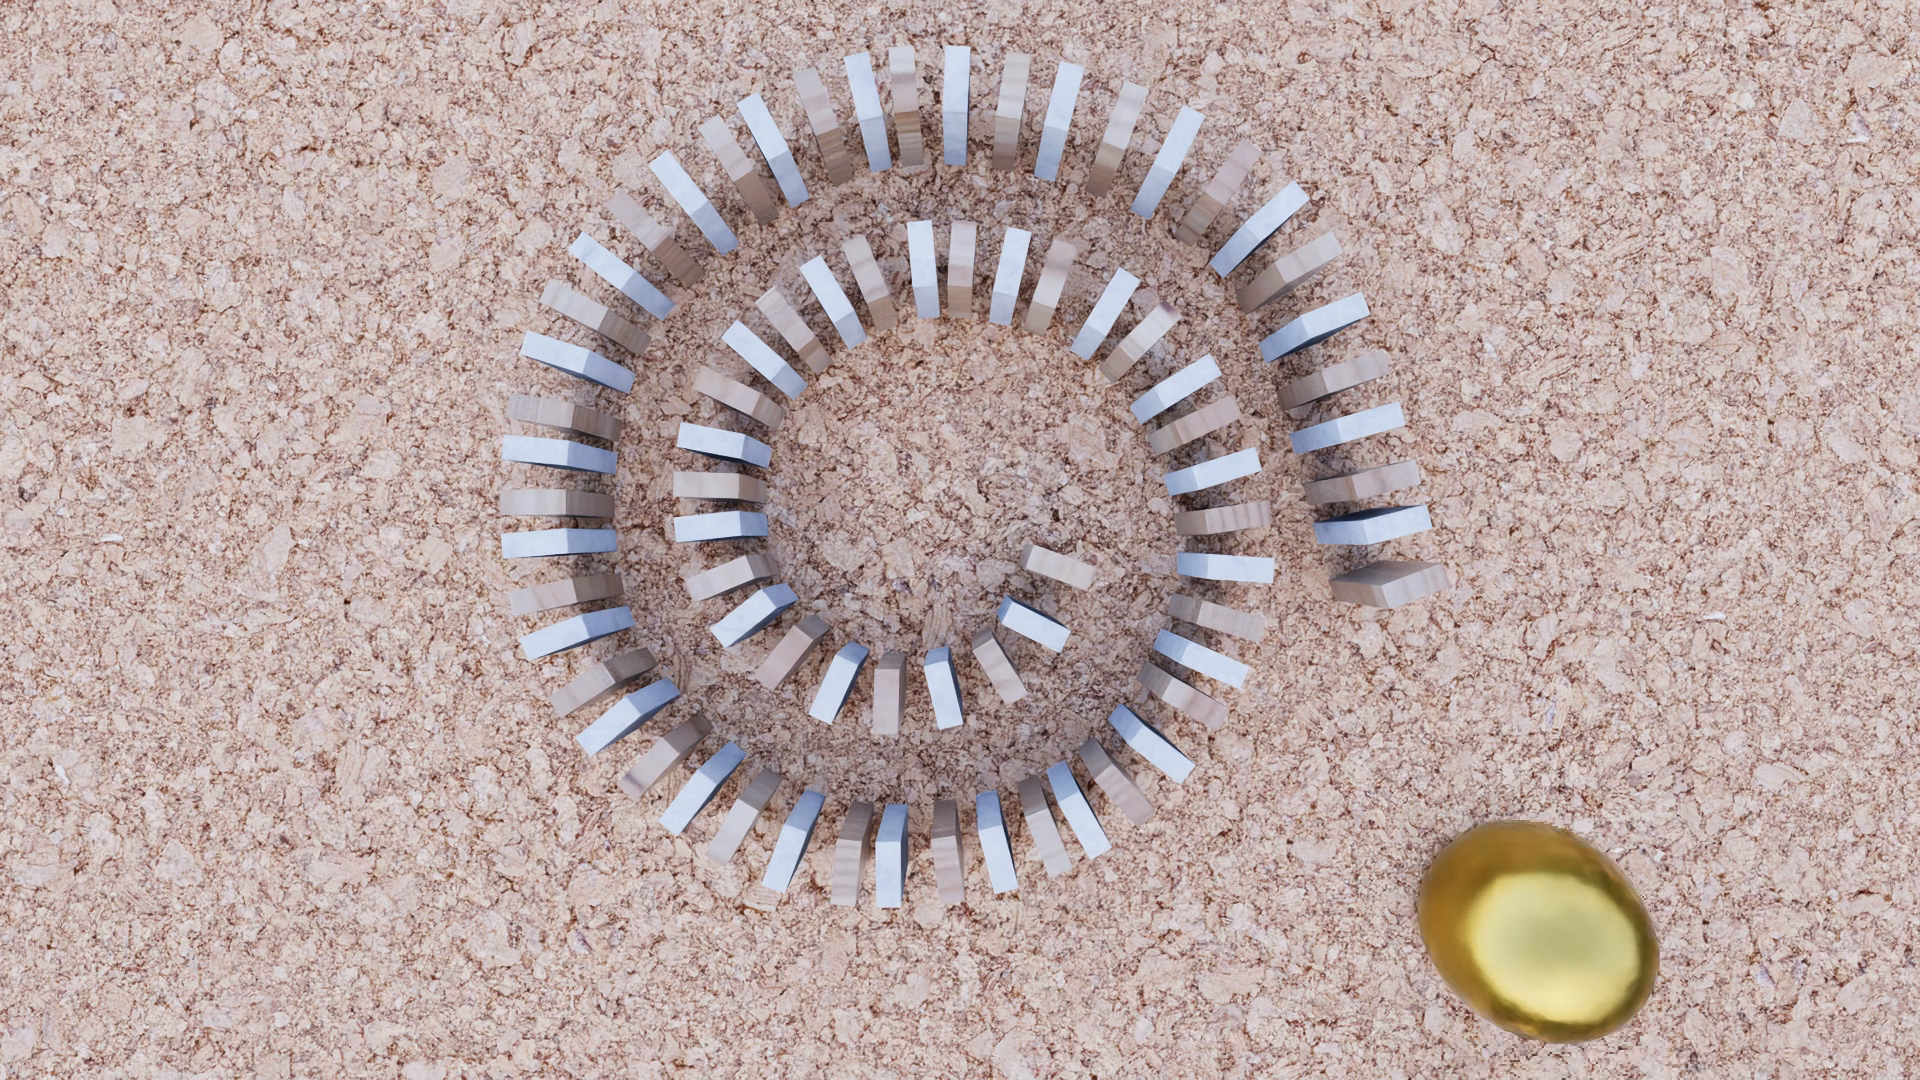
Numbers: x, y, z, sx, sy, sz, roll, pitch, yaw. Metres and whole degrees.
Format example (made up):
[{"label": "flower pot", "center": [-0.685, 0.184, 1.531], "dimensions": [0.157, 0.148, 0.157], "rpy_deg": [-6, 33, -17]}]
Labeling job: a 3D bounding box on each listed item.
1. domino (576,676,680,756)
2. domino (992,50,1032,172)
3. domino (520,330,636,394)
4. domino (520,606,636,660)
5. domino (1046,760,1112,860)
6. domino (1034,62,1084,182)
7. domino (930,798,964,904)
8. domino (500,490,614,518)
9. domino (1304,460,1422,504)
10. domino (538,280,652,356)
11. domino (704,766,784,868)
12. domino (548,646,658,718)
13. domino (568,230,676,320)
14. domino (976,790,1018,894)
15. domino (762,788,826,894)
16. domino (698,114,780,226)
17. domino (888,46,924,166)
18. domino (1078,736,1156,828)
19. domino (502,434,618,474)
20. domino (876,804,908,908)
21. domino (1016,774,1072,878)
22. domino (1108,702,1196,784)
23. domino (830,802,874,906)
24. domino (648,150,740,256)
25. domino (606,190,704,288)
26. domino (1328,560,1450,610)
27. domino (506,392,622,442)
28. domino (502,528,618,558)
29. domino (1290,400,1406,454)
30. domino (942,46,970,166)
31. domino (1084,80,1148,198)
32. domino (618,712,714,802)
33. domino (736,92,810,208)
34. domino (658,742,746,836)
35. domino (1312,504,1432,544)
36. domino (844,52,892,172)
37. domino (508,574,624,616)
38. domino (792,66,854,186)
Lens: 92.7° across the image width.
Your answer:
[{"label": "domino", "center": [-0.134, 0.071, 0.375], "dimensions": [0.025, 0.050, 0.010], "rpy_deg": [-39, 90, 0]}, {"label": "domino", "center": [0.021, -0.174, 0.375], "dimensions": [0.009, 0.050, 0.025], "rpy_deg": [10, 90, 0]}, {"label": "domino", "center": [-0.155, -0.072, 0.375], "dimensions": [0.025, 0.050, 0.010], "rpy_deg": [18, 90, 0]}, {"label": "domino", "center": [-0.155, 0.037, 0.375], "dimensions": [0.025, 0.050, 0.009], "rpy_deg": [-21, 90, 0]}, {"label": "domino", "center": [0.048, 0.109, 0.375], "dimensions": [0.010, 0.050, 0.025], "rpy_deg": [-30, 90, 0]}, {"label": "domino", "center": [0.040, -0.170, 0.375], "dimensions": [0.009, 0.050, 0.025], "rpy_deg": [15, 90, 0]}, {"label": "domino", "center": [-0.005, 0.126, 0.375], "dimensions": [0.010, 0.050, 0.025], "rpy_deg": [-8, 90, 0]}, {"label": "domino", "center": [-0.163, -0.014, 0.375], "dimensions": [0.025, 0.050, 0.009], "rpy_deg": [0, 90, 0]}, {"label": "domino", "center": [0.163, -0.023, 0.375], "dimensions": [0.025, 0.050, 0.009], "rpy_deg": [-14, 90, 0]}, {"label": "domino", "center": [-0.148, -0.090, 0.375], "dimensions": [0.025, 0.050, 0.009], "rpy_deg": [27, 90, 0]}, {"label": "domino", "center": [-0.087, 0.112, 0.375], "dimensions": [0.009, 0.050, 0.025], "rpy_deg": [31, 90, 0]}, {"label": "domino", "center": [-0.145, 0.057, 0.375], "dimensions": [0.025, 0.050, 0.009], "rpy_deg": [-33, 90, 0]}, {"label": "domino", "center": [-0.137, -0.107, 0.375], "dimensions": [0.025, 0.050, 0.009], "rpy_deg": [37, 90, 0]}, {"label": "domino", "center": [0.015, 0.122, 0.375], "dimensions": [0.010, 0.050, 0.025], "rpy_deg": [-15, 90, 0]}, {"label": "domino", "center": [-0.067, 0.122, 0.375], "dimensions": [0.009, 0.050, 0.025], "rpy_deg": [20, 90, 0]}, {"label": "domino", "center": [-0.089, -0.150, 0.375], "dimensions": [0.009, 0.050, 0.025], "rpy_deg": [-33, 90, 0]}, {"label": "domino", "center": [-0.022, -0.176, 0.375], "dimensions": [0.009, 0.050, 0.025], "rpy_deg": [-5, 90, 0]}, {"label": "domino", "center": [0.063, 0.098, 0.375], "dimensions": [0.009, 0.050, 0.025], "rpy_deg": [-43, 90, 0]}, {"label": "domino", "center": [-0.162, -0.034, 0.375], "dimensions": [0.025, 0.050, 0.010], "rpy_deg": [5, 90, 0]}, {"label": "domino", "center": [-0.027, 0.128, 0.375], "dimensions": [0.009, 0.050, 0.025], "rpy_deg": [-1, 90, 0]}, {"label": "domino", "center": [0.034, 0.116, 0.375], "dimensions": [0.010, 0.050, 0.025], "rpy_deg": [-22, 90, 0]}, {"label": "domino", "center": [0.077, 0.082, 0.375], "dimensions": [0.025, 0.050, 0.010], "rpy_deg": [38, 90, 0]}, {"label": "domino", "center": [-0.044, 0.127, 0.375], "dimensions": [0.009, 0.050, 0.025], "rpy_deg": [6, 90, 0]}, {"label": "domino", "center": [-0.108, -0.136, 0.375], "dimensions": [0.010, 0.050, 0.025], "rpy_deg": [-39, 90, 0]}, {"label": "domino", "center": [-0.123, -0.122, 0.375], "dimensions": [0.025, 0.050, 0.009], "rpy_deg": [45, 90, 0]}, {"label": "domino", "center": [0.174, 0.018, 0.375], "dimensions": [0.025, 0.050, 0.010], "rpy_deg": [-21, 90, 0]}, {"label": "domino", "center": [-0.160, -0.050, 0.375], "dimensions": [0.025, 0.050, 0.009], "rpy_deg": [10, 90, 0]}, {"label": "domino", "center": [-0.163, 0.001, 0.375], "dimensions": [0.025, 0.050, 0.010], "rpy_deg": [-5, 90, 0]}, {"label": "domino", "center": [0.157, -0.045, 0.375], "dimensions": [0.025, 0.050, 0.010], "rpy_deg": [-16, 90, 0]}, {"label": "domino", "center": [-0.001, -0.176, 0.375], "dimensions": [0.009, 0.050, 0.025], "rpy_deg": [3, 90, 0]}, {"label": "domino", "center": [0.063, -0.162, 0.375], "dimensions": [0.009, 0.050, 0.025], "rpy_deg": [21, 90, 0]}, {"label": "domino", "center": [-0.119, 0.088, 0.375], "dimensions": [0.010, 0.050, 0.025], "rpy_deg": [43, 90, 0]}, {"label": "domino", "center": [-0.075, -0.158, 0.375], "dimensions": [0.010, 0.050, 0.025], "rpy_deg": [-29, 90, 0]}, {"label": "domino", "center": [-0.104, 0.100, 0.375], "dimensions": [0.010, 0.050, 0.025], "rpy_deg": [38, 90, 0]}, {"label": "domino", "center": [0.167, -0.006, 0.375], "dimensions": [0.025, 0.050, 0.009], "rpy_deg": [-14, 90, 0]}, {"label": "domino", "center": [-0.037, -0.173, 0.375], "dimensions": [0.009, 0.050, 0.025], "rpy_deg": [-14, 90, 0]}, {"label": "domino", "center": [-0.159, 0.022, 0.375], "dimensions": [0.025, 0.050, 0.010], "rpy_deg": [-12, 90, 0]}, {"label": "domino", "center": [-0.055, -0.168, 0.375], "dimensions": [0.009, 0.050, 0.025], "rpy_deg": [-21, 90, 0]}]
